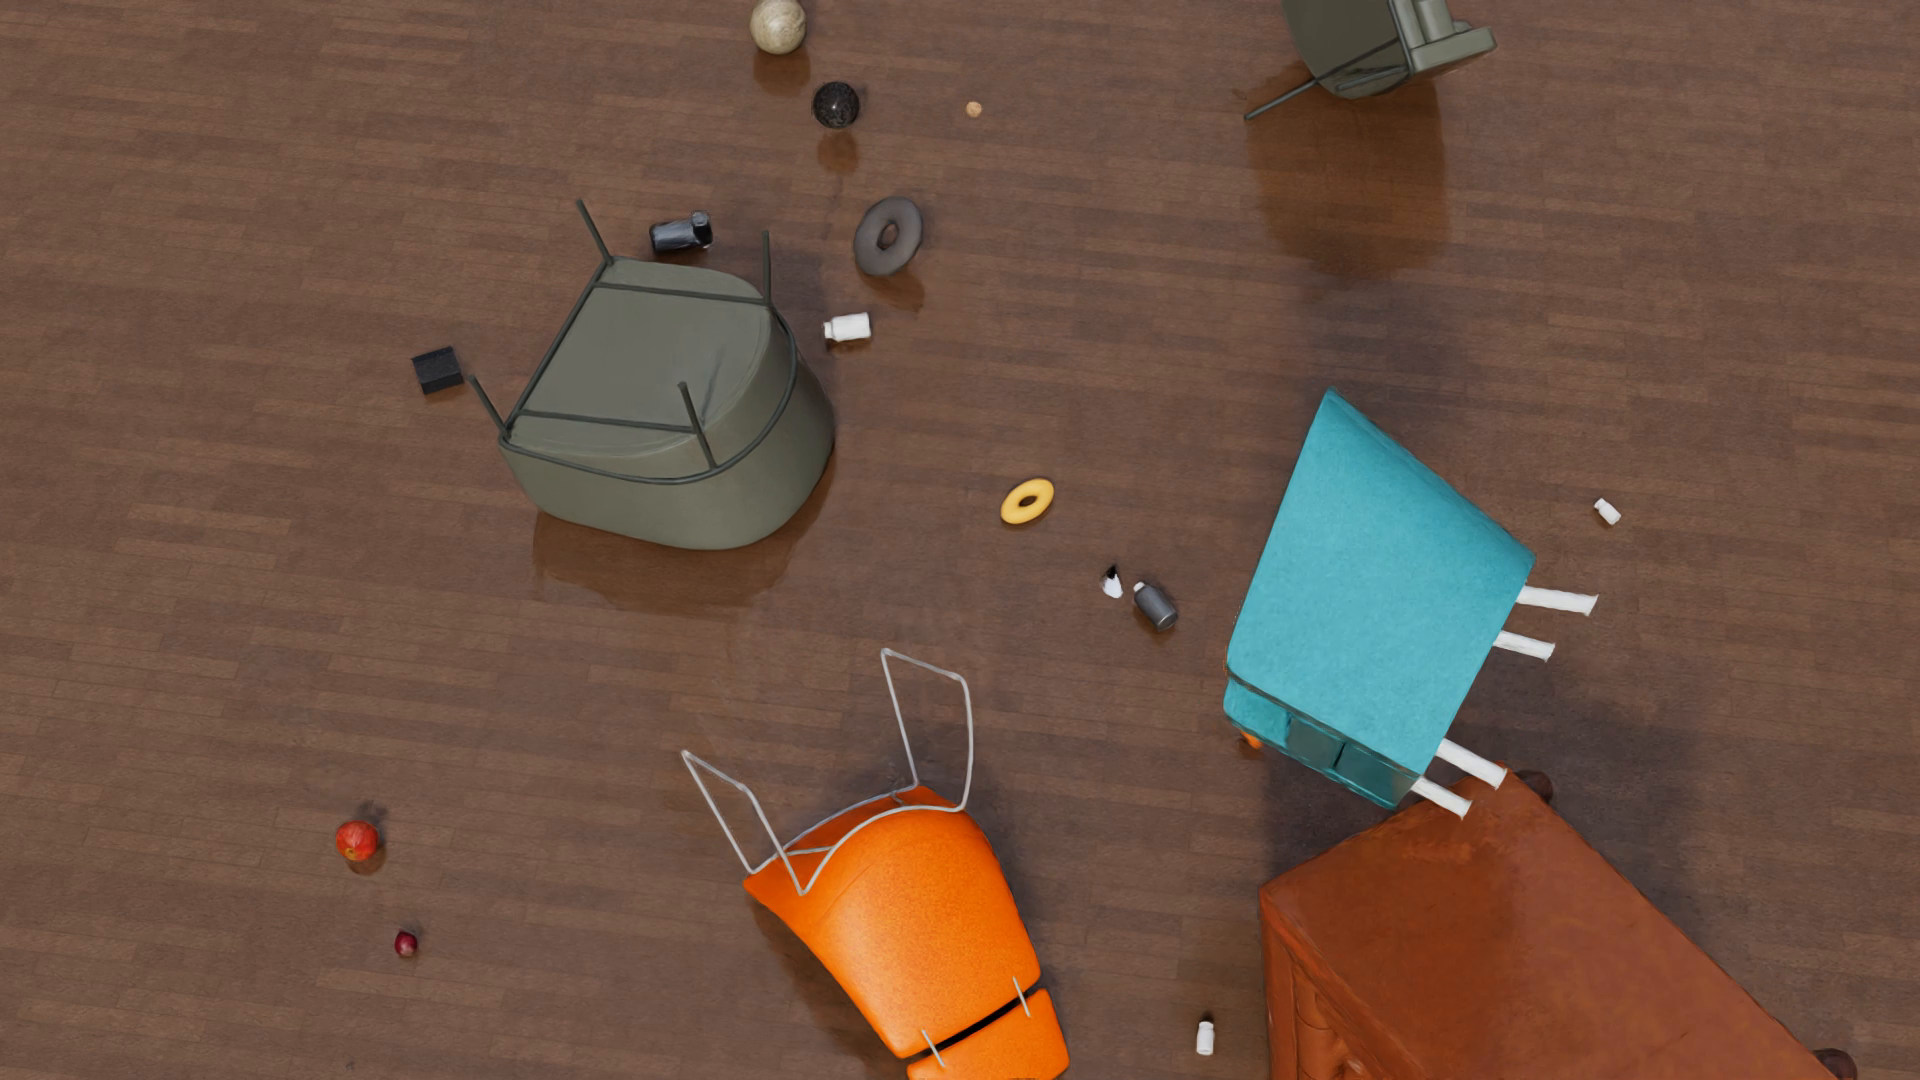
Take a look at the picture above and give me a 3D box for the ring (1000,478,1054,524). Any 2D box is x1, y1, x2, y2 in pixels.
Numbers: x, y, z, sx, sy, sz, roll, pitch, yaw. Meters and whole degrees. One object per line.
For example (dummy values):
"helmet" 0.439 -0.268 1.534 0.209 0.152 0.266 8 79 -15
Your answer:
"ring" 0.203 -0.117 6.623 0.196 0.049 0.112 -37 65 -23

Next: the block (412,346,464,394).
"block" -1.638 -0.532 6.898 0.128 0.055 0.112 -19 58 -12

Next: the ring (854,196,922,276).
"ring" -0.233 -0.981 7.112 0.295 0.062 0.275 19 88 45

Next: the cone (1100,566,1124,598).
"cone" 0.448 0.103 6.446 0.065 0.098 0.098 -19 58 -12

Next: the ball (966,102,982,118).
"ball" 0.045 -1.417 7.239 0.054 0.054 0.054 0 56 0

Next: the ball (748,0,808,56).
"ball" -0.633 -1.794 7.652 0.209 0.209 0.209 0 56 0

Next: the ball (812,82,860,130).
"ball" -0.417 -1.466 7.419 0.160 0.160 0.160 0 56 0
